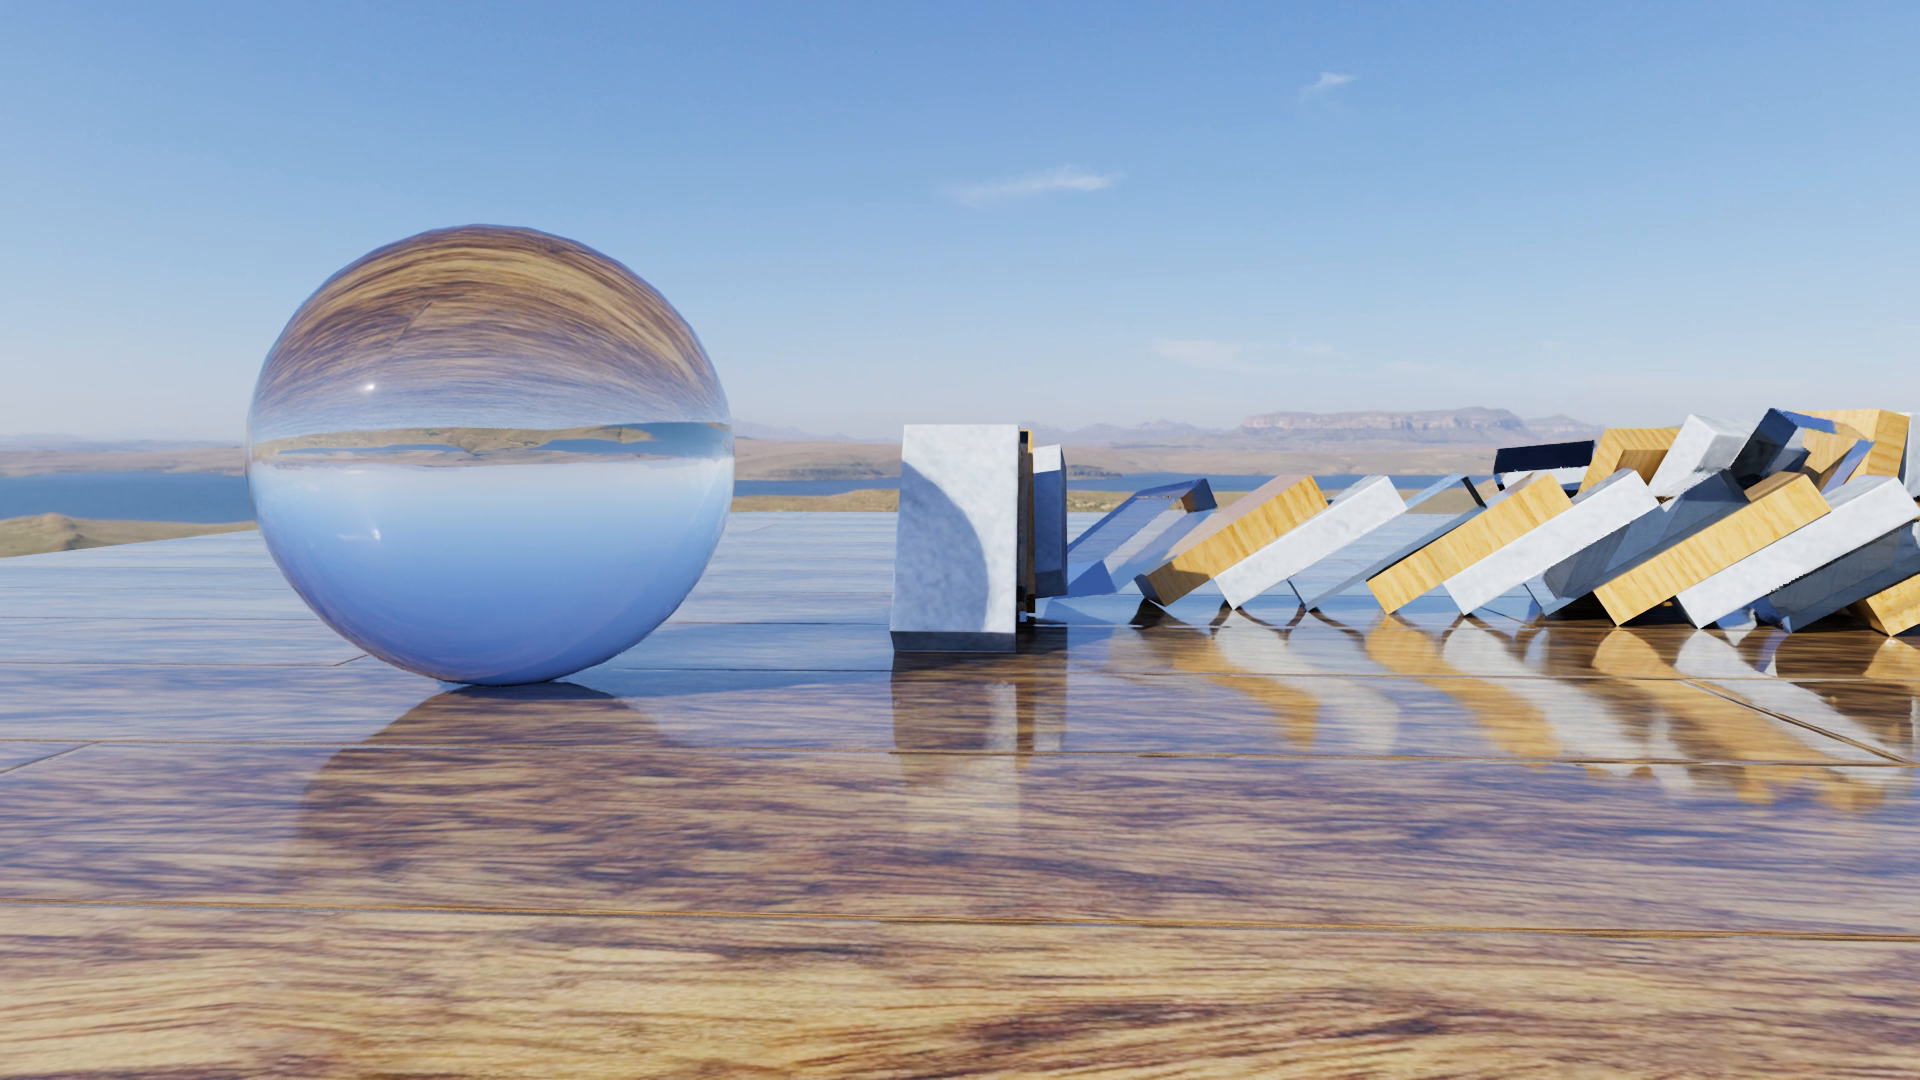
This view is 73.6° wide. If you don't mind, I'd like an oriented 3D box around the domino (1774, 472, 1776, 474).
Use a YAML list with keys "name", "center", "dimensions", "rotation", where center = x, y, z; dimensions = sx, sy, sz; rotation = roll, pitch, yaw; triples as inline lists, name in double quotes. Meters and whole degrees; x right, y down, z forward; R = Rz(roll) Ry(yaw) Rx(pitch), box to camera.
- name: "domino"
  center: [0.255, -0.005, 0.386]
  dimensions: [0.025, 0.010, 0.050]
  rotation: [-3, 41, -35]

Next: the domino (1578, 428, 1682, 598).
- name: "domino"
  center: [0.178, -0.007, 0.345]
  dimensions: [0.025, 0.050, 0.009]
  rotation: [0, 39, -5]

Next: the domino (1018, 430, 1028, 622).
- name: "domino"
  center: [0.004, -0.004, 0.318]
  dimensions: [0.025, 0.050, 0.010]
  rotation: [0, -32, 4]

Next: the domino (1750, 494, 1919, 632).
- name: "domino"
  center: [0.209, 0.003, 0.293]
  dimensions: [0.050, 0.010, 0.025]
  rotation: [-32, -6, 18]

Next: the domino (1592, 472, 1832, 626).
- name: "domino"
  center: [0.175, 0.002, 0.304]
  dimensions: [0.050, 0.009, 0.025]
  rotation: [-35, -8, 20]

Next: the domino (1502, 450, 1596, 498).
- name: "domino"
  center: [0.183, -0.006, 0.379]
  dimensions: [0.050, 0.009, 0.025]
  rotation: [46, -24, -29]

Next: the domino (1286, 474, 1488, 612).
- name: "domino"
  center: [0.109, 0.000, 0.332]
  dimensions: [0.050, 0.009, 0.025]
  rotation: [-32, -4, 14]

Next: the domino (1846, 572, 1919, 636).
- name: "domino"
  center: [0.227, 0.003, 0.287]
  dimensions: [0.050, 0.009, 0.025]
  rotation: [-32, -5, 19]

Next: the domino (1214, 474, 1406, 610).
- name: "domino"
  center: [0.090, 0.000, 0.338]
  dimensions: [0.050, 0.009, 0.025]
  rotation: [-32, -1, 9]

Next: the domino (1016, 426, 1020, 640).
- name: "domino"
  center: [0.000, -0.002, 0.283]
  dimensions: [0.025, 0.050, 0.010]
  rotation: [0, -30, 4]

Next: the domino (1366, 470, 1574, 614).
- name: "domino"
  center: [0.128, 0.000, 0.325]
  dimensions: [0.050, 0.010, 0.025]
  rotation: [-34, -6, 16]

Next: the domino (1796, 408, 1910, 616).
- name: "domino"
  center: [0.219, -0.007, 0.324]
  dimensions: [0.010, 0.050, 0.025]
  rotation: [11, 2, -13]

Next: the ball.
- name: "ball"
  center: [-0.080, -0.014, 0.225]
  dimensions: [0.080, 0.080, 0.080]
  rotation: [0, 4, 0]

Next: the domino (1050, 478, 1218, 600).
- name: "domino"
  center: [0.047, -0.001, 0.355]
  dimensions: [0.050, 0.010, 0.025]
  rotation: [-35, 16, -38]

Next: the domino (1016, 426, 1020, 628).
- name: "domino"
  center: [0.001, -0.004, 0.305]
  dimensions: [0.025, 0.050, 0.010]
  rotation: [0, -30, 4]

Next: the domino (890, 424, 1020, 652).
- name: "domino"
  center: [0.000, -0.001, 0.271]
  dimensions: [0.025, 0.050, 0.009]
  rotation: [0, -30, 4]

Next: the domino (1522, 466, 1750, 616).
- name: "domino"
  center: [0.162, 0.000, 0.311]
  dimensions: [0.050, 0.009, 0.025]
  rotation: [-35, -8, 20]

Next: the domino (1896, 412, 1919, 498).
- name: "domino"
  center: [0.233, -0.007, 0.329]
  dimensions: [0.010, 0.050, 0.025]
  rotation: [0, 4, -18]

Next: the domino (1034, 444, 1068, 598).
- name: "domino"
  center: [0.016, -0.005, 0.348]
  dimensions: [0.025, 0.009, 0.050]
  rotation: [-8, 42, 11]

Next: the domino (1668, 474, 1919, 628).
- name: "domino"
  center: [0.192, 0.002, 0.299]
  dimensions: [0.050, 0.009, 0.025]
  rotation: [-34, -8, 19]

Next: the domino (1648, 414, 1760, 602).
- name: "domino"
  center: [0.188, -0.007, 0.330]
  dimensions: [0.025, 0.050, 0.009]
  rotation: [3, 33, -17]

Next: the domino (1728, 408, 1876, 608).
- name: "domino"
  center: [0.201, -0.007, 0.321]
  dimensions: [0.025, 0.050, 0.010]
  rotation: [8, 32, -18]

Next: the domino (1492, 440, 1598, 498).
- name: "domino"
  center: [0.171, -0.006, 0.364]
  dimensions: [0.025, 0.010, 0.050]
  rotation: [-4, -42, 39]

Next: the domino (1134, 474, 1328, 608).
- name: "domino"
  center: [0.071, 0.000, 0.343]
  dimensions: [0.050, 0.010, 0.025]
  rotation: [-31, 5, -2]

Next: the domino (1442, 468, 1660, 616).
- name: "domino"
  center: [0.145, 0.000, 0.318]
  dimensions: [0.050, 0.009, 0.025]
  rotation: [-35, -8, 20]

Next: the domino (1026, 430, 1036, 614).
- name: "domino"
  center: [0.007, -0.005, 0.330]
  dimensions: [0.025, 0.050, 0.009]
  rotation: [-1, -33, 3]
